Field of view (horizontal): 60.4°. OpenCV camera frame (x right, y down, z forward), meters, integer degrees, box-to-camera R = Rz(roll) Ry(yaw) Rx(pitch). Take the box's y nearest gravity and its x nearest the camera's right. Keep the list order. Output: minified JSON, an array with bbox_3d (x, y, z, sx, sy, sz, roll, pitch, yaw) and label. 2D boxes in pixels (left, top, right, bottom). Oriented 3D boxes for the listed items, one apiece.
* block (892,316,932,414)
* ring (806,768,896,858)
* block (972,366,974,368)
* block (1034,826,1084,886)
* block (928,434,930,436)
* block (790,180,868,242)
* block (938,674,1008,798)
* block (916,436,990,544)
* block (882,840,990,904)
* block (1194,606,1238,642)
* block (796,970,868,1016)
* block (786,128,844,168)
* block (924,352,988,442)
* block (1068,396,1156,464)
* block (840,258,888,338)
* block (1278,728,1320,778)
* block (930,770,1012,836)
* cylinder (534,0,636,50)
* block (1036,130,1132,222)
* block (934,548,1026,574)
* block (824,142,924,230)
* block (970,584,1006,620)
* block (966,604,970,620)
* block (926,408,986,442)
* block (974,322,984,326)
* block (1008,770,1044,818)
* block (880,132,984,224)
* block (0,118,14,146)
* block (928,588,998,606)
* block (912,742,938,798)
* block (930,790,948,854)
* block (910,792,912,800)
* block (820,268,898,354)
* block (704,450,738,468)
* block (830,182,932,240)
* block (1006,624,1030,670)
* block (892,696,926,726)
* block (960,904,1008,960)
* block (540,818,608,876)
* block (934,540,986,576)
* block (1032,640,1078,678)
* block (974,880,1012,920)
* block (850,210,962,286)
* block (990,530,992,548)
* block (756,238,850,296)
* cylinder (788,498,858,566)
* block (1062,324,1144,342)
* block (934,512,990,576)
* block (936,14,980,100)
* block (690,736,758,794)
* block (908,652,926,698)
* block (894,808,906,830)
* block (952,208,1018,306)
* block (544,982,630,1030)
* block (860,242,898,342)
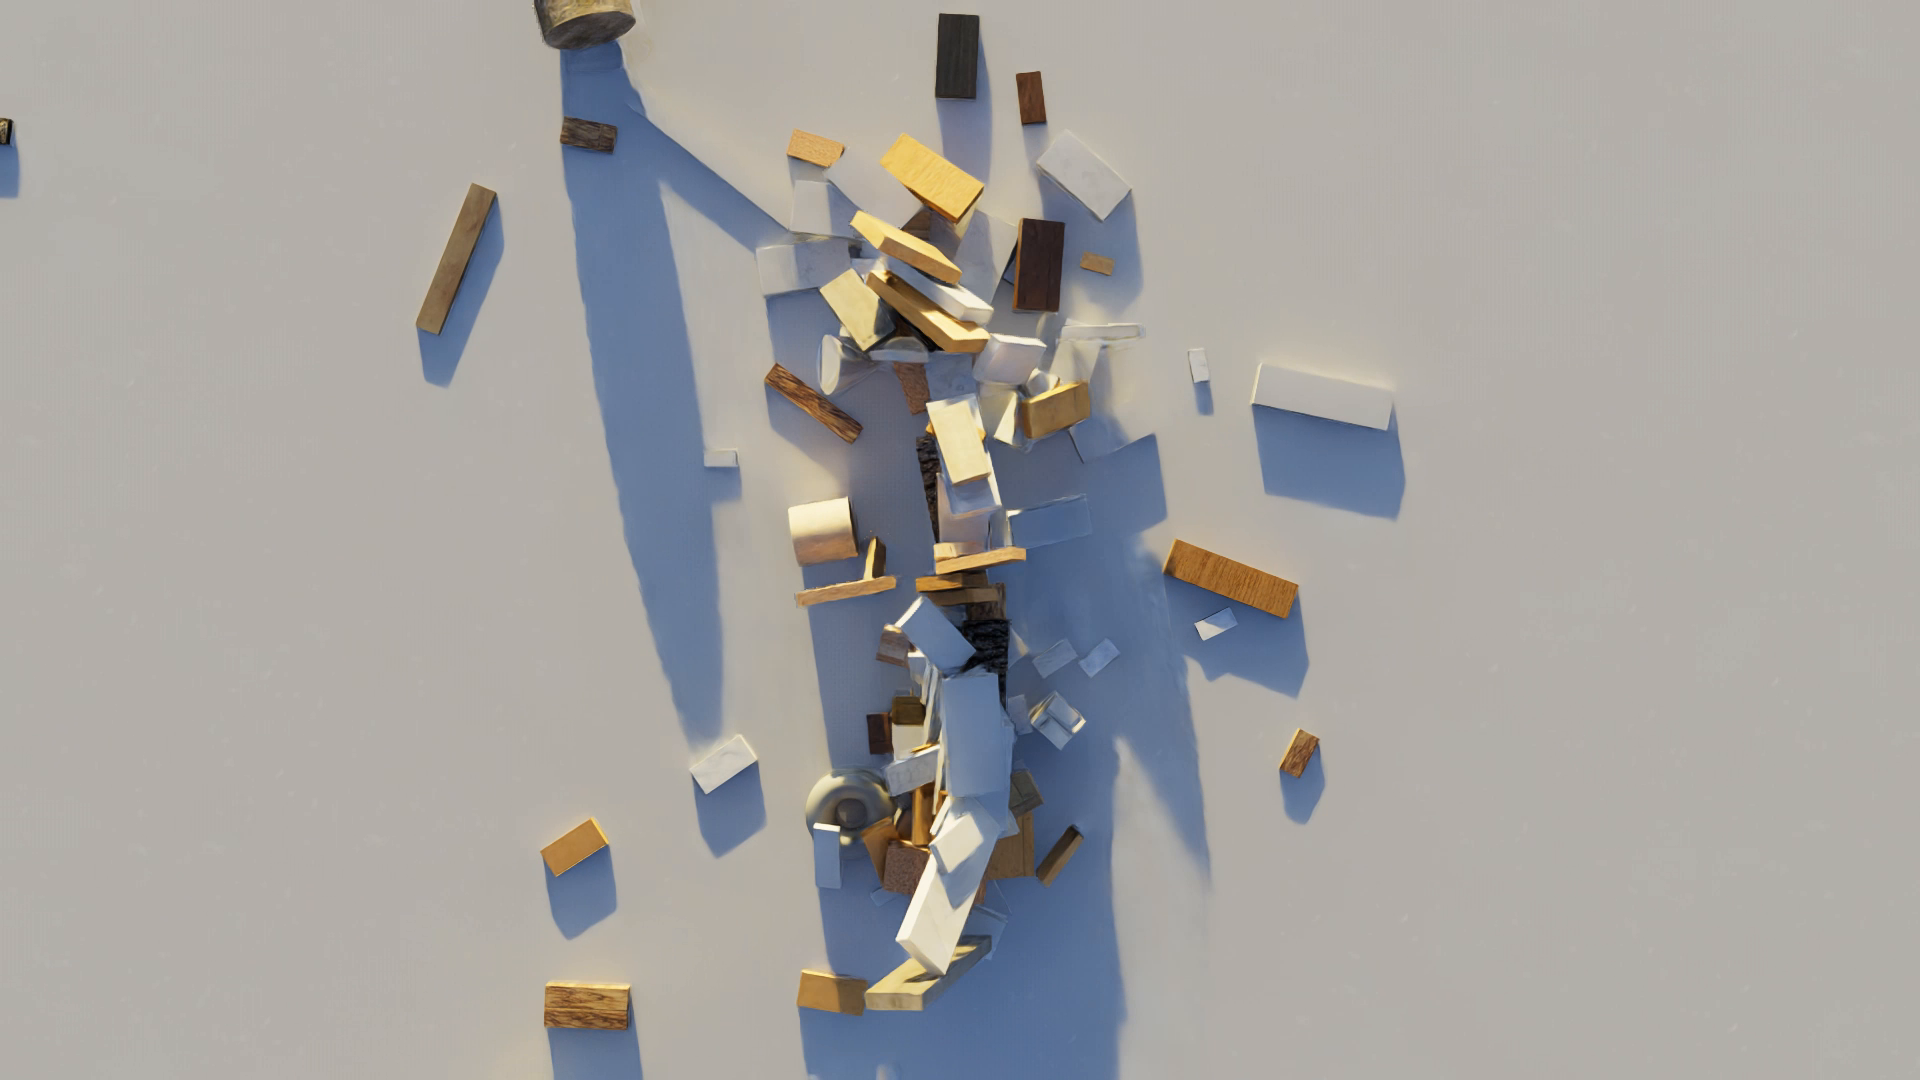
[{"bbox_3d":[-0.139,-0.589,5.439,0.158,0.045,0.316,-20,90,32],"label":"block"},{"bbox_3d":[-0.360,0.904,5.449,0.303,0.101,0.303,0,94,-1],"label":"ring"},{"bbox_3d":[-0.008,-0.408,5.379,0.151,0.043,0.301,-9,114,1],"label":"block"},{"bbox_3d":[0.328,1.043,5.449,0.028,0.099,0.197,37,90,-14],"label":"block"},{"bbox_3d":[-0.007,-0.232,5.410,0.151,0.043,0.302,-10,116,1],"label":"block"},{"bbox_3d":[-0.381,-1.079,5.428,0.337,0.048,0.168,6,90,0],"label":"block"},{"bbox_3d":[0.038,0.595,5.037,0.177,0.050,0.354,-5,92,-18],"label":"block"},{"bbox_3d":[-0.021,-0.169,5.241,0.180,0.051,0.359,-10,117,2],"label":"block"},{"bbox_3d":[-0.077,1.083,5.386,0.334,0.047,0.167,7,110,2],"label":"block"},{"bbox_3d":[0.852,0.280,5.491,0.130,0.018,0.065,-26,90,0],"label":"block"},{"bbox_3d":[-0.424,1.507,5.484,0.222,0.031,0.111,10,90,0],"label":"block"},{"bbox_3d":[-0.481,-1.299,5.488,0.175,0.025,0.087,18,90,0],"label":"block"},{"bbox_3d":[-0.015,-0.452,5.290,0.151,0.043,0.302,-11,98,1],"label":"block"},{"bbox_3d":[0.504,-0.365,5.481,0.263,0.037,0.131,-25,90,0],"label":"block"},{"bbox_3d":[-0.312,-0.790,5.414,0.130,0.037,0.259,8,89,29],"label":"block"},{"bbox_3d":[1.129,0.710,5.489,0.074,0.021,0.149,27,90,0],"label":"block"},{"bbox_3d":[0.035,0.823,5.216,0.144,0.041,0.288,23,98,-25],"label":"block"},{"bbox_3d":[-1.241,-1.796,5.351,0.299,0.299,0.299,-16,90,0],"label":"cylinder"},{"bbox_3d":[0.413,-1.210,5.479,0.293,0.042,0.147,42,90,0],"label":"block"},{"bbox_3d":[0.063,0.064,4.962,0.247,0.123,0.035,-12,83,21],"label":"block"},{"bbox_3d":[-0.280,-1.140,5.383,0.304,0.043,0.152,43,90,0],"label":"block"},{"bbox_3d":[0.092,0.252,5.402,0.111,0.031,0.222,-3,113,-7],"label":"block"},{"bbox_3d":[0.003,0.235,5.431,0.111,0.031,0.222,1,114,-1],"label":"block"},{"bbox_3d":[-0.012,-0.331,5.080,0.169,0.024,0.085,29,77,11],"label":"block"},{"bbox_3d":[-0.077,-0.792,5.425,0.158,0.045,0.316,-37,81,23],"label":"block"},{"bbox_3d":[0.138,0.859,5.372,0.241,0.034,0.121,-29,92,5],"label":"block"},{"bbox_3d":[-0.098,-1.193,5.437,0.328,0.043,0.152,35,75,8],"label":"block"},{"bbox_3d":[-3.246,-1.370,5.488,0.166,0.023,0.083,9,90,0],"label":"block"},{"bbox_3d":[0.011,0.180,5.176,0.145,0.290,0.041,-7,87,16],"label":"block"},{"bbox_3d":[-0.099,0.743,5.330,0.083,0.023,0.166,-15,103,-23],"label":"block"},{"bbox_3d":[-0.017,0.939,5.280,0.135,0.038,0.269,5,96,-24],"label":"block"},{"bbox_3d":[-0.126,0.834,5.465,0.084,0.024,0.168,-14,90,-4],"label":"block"},{"bbox_3d":[-0.329,-0.743,5.347,0.130,0.037,0.259,-35,76,-3],"label":"block"},{"bbox_3d":[-0.797,-0.271,5.492,0.108,0.015,0.054,-3,90,0],"label":"block"},{"bbox_3d":[-0.266,-1.095,5.476,0.337,0.048,0.168,4,90,0],"label":"block"},{"bbox_3d":[0.111,0.393,5.484,0.222,0.031,0.111,-39,90,0],"label":"block"},{"bbox_3d":[-0.132,0.558,5.362,0.184,0.026,0.092,5,76,-29],"label":"block"},{"bbox_3d":[0.005,1.264,5.446,0.273,0.039,0.136,23,101,9],"label":"block"},{"bbox_3d":[-1.283,1.021,5.486,0.202,0.029,0.101,-33,90,0],"label":"block"},{"bbox_3d":[0.005,0.083,5.203,0.154,0.308,0.044,-5,68,1],"label":"block"},{"bbox_3d":[0.315,0.395,5.490,0.139,0.020,0.069,-33,90,0],"label":"block"},{"bbox_3d":[0.051,1.162,5.481,0.136,0.039,0.273,-27,90,0],"label":"block"},{"bbox_3d":[-0.166,-0.920,5.208,0.050,0.352,0.176,-55,48,16],"label":"block"},{"bbox_3d":[0.000,-0.129,5.388,0.180,0.051,0.359,-6,120,0],"label":"block"},{"bbox_3d":[-0.515,-0.908,5.478,0.304,0.043,0.152,-8,90,0],"label":"block"},{"bbox_3d":[-0.446,-0.028,5.402,0.195,0.195,0.195,-9,90,0],"label":"cylinder"},{"bbox_3d":[0.467,-0.673,5.366,0.248,0.124,0.035,0,92,17],"label":"block"},{"bbox_3d":[0.004,0.056,5.406,0.180,0.051,0.359,0,112,-2],"label":"block"},{"bbox_3d":[-0.009,-1.607,5.481,0.135,0.038,0.269,3,90,0],"label":"block"},{"bbox_3d":[-0.787,0.746,5.486,0.202,0.029,0.101,-34,90,0],"label":"block"},{"bbox_3d":[-0.108,0.464,5.428,0.099,0.028,0.198,-5,112,6],"label":"block"},{"bbox_3d":[-0.211,0.934,5.447,0.015,0.051,0.103,26,94,19],"label":"block"},{"bbox_3d":[0.061,-0.907,5.476,0.168,0.048,0.337,23,90,0],"label":"block"},{"bbox_3d":[-1.240,1.550,5.481,0.273,0.039,0.136,3,90,0],"label":"block"},{"bbox_3d":[-0.272,-0.819,5.442,0.158,0.045,0.316,10,90,29],"label":"block"}]
